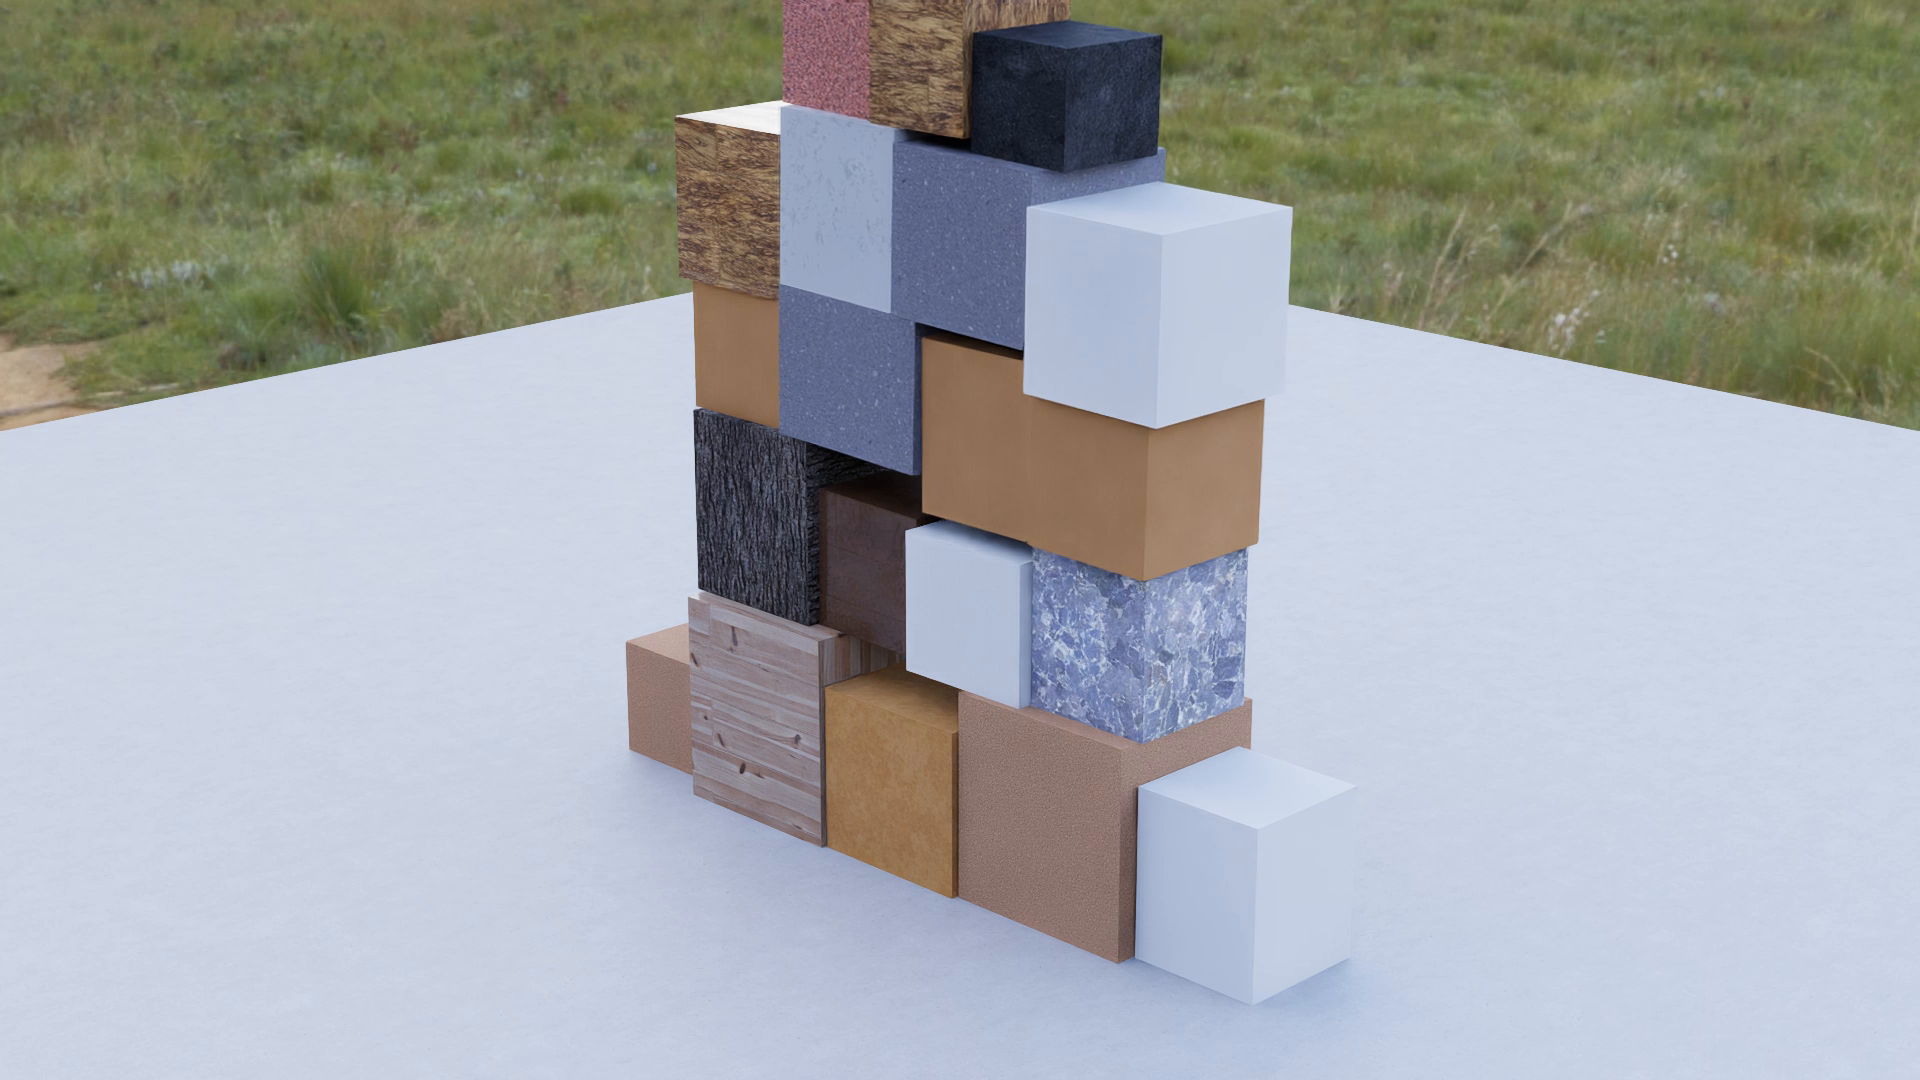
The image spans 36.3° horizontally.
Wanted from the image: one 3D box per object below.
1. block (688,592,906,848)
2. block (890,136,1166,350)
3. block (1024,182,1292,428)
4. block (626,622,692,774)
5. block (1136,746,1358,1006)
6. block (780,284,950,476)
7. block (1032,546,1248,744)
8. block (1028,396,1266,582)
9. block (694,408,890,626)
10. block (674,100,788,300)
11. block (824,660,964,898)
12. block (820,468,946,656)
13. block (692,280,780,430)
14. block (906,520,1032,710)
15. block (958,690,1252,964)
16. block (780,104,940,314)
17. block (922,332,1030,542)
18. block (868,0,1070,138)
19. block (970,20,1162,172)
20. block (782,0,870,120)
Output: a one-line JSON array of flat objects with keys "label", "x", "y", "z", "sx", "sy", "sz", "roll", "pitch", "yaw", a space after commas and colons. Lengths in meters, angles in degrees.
[{"label": "block", "x": -0.627, "y": 0.751, "z": 14.245, "sx": 0.995, "sy": 1.025, "sz": 0.928, "roll": -17, "pitch": 24, "yaw": -42}, {"label": "block", "x": 0.289, "y": -1.326, "z": 12.647, "sx": 0.827, "sy": 0.754, "sz": 0.825, "roll": -17, "pitch": 26, "yaw": -42}, {"label": "block", "x": 0.816, "y": -0.990, "z": 12.148, "sx": 0.809, "sy": 0.790, "sz": 0.737, "roll": -17, "pitch": 25, "yaw": -42}, {"label": "block", "x": -1.203, "y": 0.788, "z": 14.861, "sx": 0.685, "sy": 0.585, "sz": 0.682, "roll": -17, "pitch": 24, "yaw": -42}, {"label": "block", "x": 1.217, "y": 1.419, "z": 12.508, "sx": 0.659, "sy": 0.793, "sz": 0.652, "roll": -17, "pitch": 24, "yaw": -42}, {"label": "block", "x": -0.233, "y": -0.807, "z": 13.360, "sx": 0.793, "sy": 0.705, "sz": 0.884, "roll": -17, "pitch": 26, "yaw": -42}, {"label": "block", "x": 0.774, "y": 0.364, "z": 12.659, "sx": 0.661, "sy": 0.747, "sz": 0.647, "roll": -17, "pitch": 24, "yaw": -42}, {"label": "block", "x": 0.786, "y": -0.302, "z": 12.396, "sx": 0.738, "sy": 0.673, "sz": 0.658, "roll": -17, "pitch": 25, "yaw": -42}, {"label": "block", "x": -0.719, "y": -0.186, "z": 14.027, "sx": 0.750, "sy": 0.894, "sz": 0.796, "roll": -17, "pitch": 24, "yaw": -42}, {"label": "block", "x": -0.815, "y": -1.602, "z": 13.707, "sx": 0.718, "sy": 0.762, "sz": 0.721, "roll": -17, "pitch": 24, "yaw": -42}, {"label": "block", "x": -0.010, "y": 1.052, "z": 13.668, "sx": 0.907, "sy": 0.797, "sz": 0.831, "roll": -17, "pitch": 24, "yaw": -42}, {"label": "block", "x": -0.203, "y": 0.084, "z": 13.565, "sx": 0.628, "sy": 0.661, "sz": 0.641, "roll": -17, "pitch": 25, "yaw": -42}, {"label": "block", "x": -0.803, "y": -0.934, "z": 13.883, "sx": 0.643, "sy": 0.619, "sz": 0.643, "roll": -17, "pitch": 24, "yaw": -42}, {"label": "block", "x": 0.271, "y": 0.268, "z": 13.116, "sx": 0.747, "sy": 0.657, "sz": 0.703, "roll": -17, "pitch": 24, "yaw": -42}, {"label": "block", "x": 0.637, "y": 1.154, "z": 13.031, "sx": 0.857, "sy": 0.984, "sz": 0.966, "roll": -17, "pitch": 24, "yaw": -42}, {"label": "block", "x": -0.271, "y": -1.537, "z": 13.158, "sx": 0.780, "sy": 0.807, "sz": 0.733, "roll": -17, "pitch": 26, "yaw": -42}, {"label": "block", "x": 0.327, "y": -0.505, "z": 12.861, "sx": 0.709, "sy": 0.793, "sz": 0.690, "roll": -17, "pitch": 24, "yaw": -42}, {"label": "block", "x": 0.042, "y": -2.127, "z": 12.609, "sx": 0.653, "sy": 0.660, "sz": 0.567, "roll": -17, "pitch": 24, "yaw": -42}, {"label": "block", "x": 0.445, "y": -1.868, "z": 12.289, "sx": 0.581, "sy": 0.506, "sz": 0.535, "roll": -17, "pitch": 26, "yaw": -42}, {"label": "block", "x": -0.349, "y": -2.232, "z": 13.036, "sx": 0.643, "sy": 0.582, "sz": 0.593, "roll": -17, "pitch": 25, "yaw": -42}]
